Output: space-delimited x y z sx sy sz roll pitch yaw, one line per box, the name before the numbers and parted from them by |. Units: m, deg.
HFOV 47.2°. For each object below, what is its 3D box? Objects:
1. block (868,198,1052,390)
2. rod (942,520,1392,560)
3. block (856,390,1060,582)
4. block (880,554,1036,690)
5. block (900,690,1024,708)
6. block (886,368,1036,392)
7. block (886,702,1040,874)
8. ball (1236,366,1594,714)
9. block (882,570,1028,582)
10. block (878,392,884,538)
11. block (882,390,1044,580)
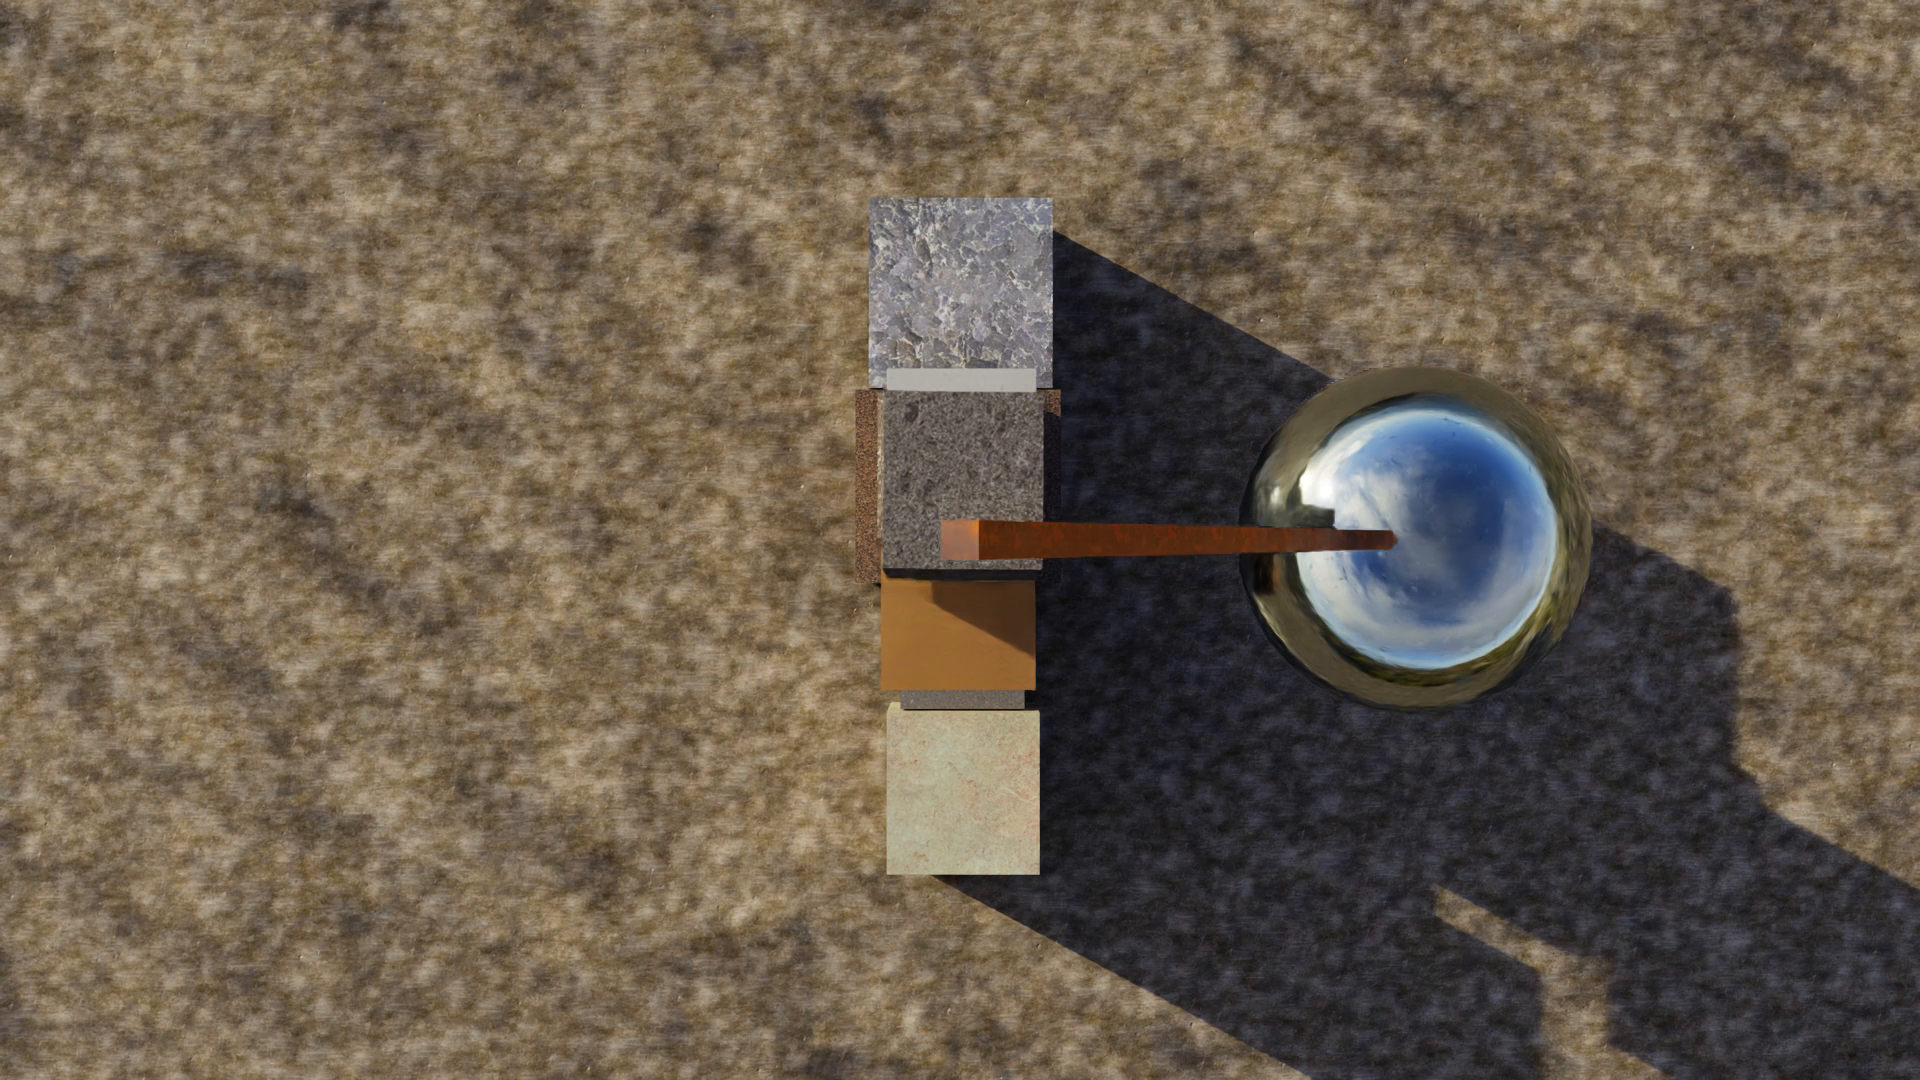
block | 0.004 -1.342 12.471 0.998 1.058 1.034 0 90 0
rod | 0.899 0.000 6.904 0.080 5.200 0.080 0 90 20
block | -0.010 -0.291 12.459 1.113 1.082 1.047 0 90 0
block | -0.008 0.388 10.740 0.730 0.742 0.638 0 90 0
block | 0.014 0.596 12.683 0.698 0.634 0.708 0 90 0
block | 0.007 -0.384 10.766 0.706 0.782 0.760 0 82 0
block | 0.018 1.409 12.612 0.850 0.776 0.899 0 90 0
ball | 2.074 0.000 10.095 1.600 1.600 1.600 0 90 0
block | -0.009 -0.155 9.949 0.650 0.770 0.647 1 86 0
block | -0.014 -0.379 11.561 0.812 0.714 0.741 0 90 0
block | 0.014 -0.212 9.174 0.640 0.784 0.713 1 86 0
